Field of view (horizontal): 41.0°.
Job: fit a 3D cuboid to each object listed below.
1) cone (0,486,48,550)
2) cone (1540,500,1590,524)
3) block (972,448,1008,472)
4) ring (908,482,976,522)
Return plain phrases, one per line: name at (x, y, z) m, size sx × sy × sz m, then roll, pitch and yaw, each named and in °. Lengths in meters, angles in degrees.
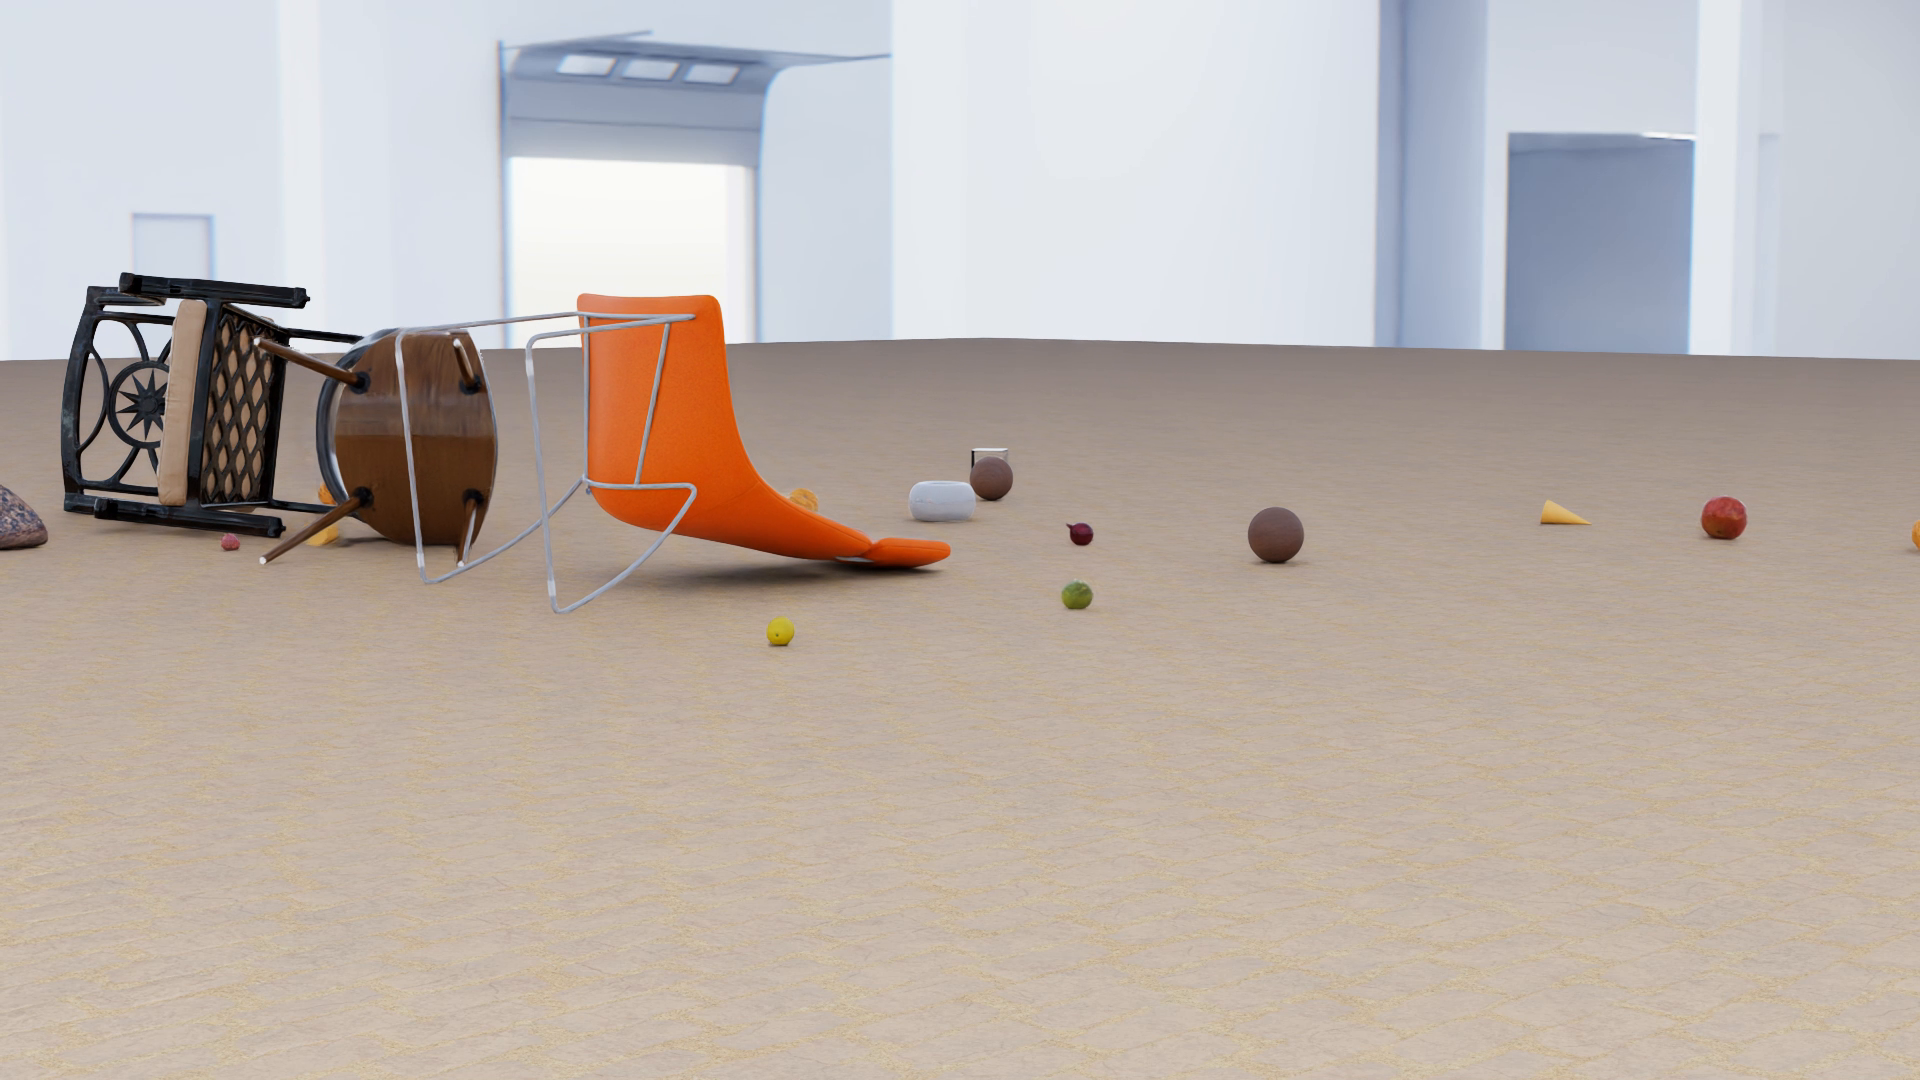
cone at (-2.390, -0.013, 6.125) m, size 0.264 × 0.130 × 0.311 m, roll 31°, pitch 31°, yaw 11°
cone at (1.620, -0.059, 6.822) m, size 0.134 × 0.067 × 0.065 m, roll 17°, pitch -9°, yaw 20°
block at (0.101, -0.269, 8.659) m, size 0.109 × 0.074 × 0.099 m, roll 1°, pitch 6°, yaw 10°
ring at (-0.048, -0.104, 6.941) m, size 0.170 × 0.101 × 0.226 m, roll 4°, pitch 6°, yaw 26°
